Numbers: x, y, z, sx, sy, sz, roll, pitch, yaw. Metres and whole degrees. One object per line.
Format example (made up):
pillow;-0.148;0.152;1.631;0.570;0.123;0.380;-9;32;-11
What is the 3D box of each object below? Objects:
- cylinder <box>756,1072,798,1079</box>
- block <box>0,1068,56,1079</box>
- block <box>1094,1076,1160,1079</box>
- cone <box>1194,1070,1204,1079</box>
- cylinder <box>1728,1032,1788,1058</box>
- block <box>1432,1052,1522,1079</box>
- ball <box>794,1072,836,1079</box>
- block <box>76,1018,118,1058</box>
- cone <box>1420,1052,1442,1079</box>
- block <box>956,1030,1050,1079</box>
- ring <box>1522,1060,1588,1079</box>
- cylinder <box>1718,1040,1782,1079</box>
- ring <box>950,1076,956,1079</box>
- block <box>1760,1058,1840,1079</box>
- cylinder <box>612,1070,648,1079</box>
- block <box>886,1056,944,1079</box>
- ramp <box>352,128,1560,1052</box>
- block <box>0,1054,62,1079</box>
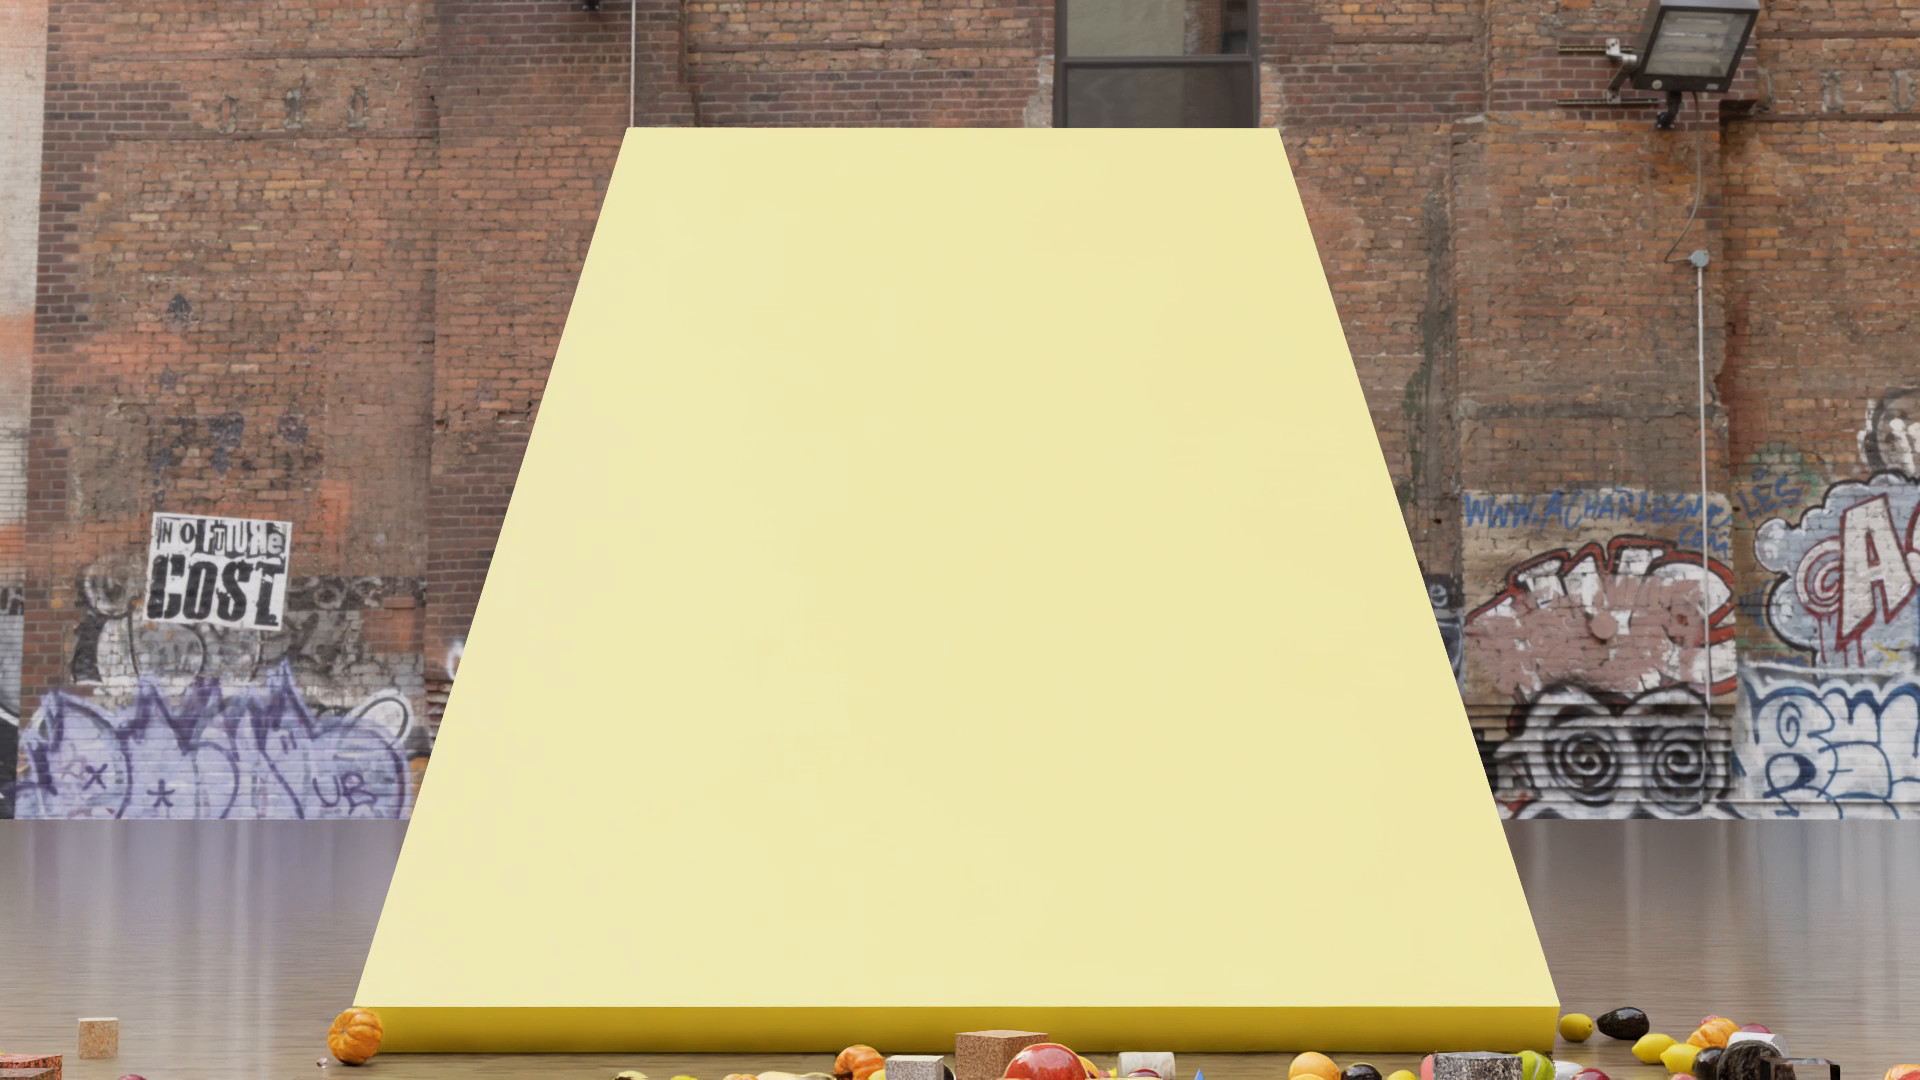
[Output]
cylinder;-0.211;0.698;2.988;0.078;0.078;0.078;6;-9;-41
block;-1.117;0.669;2.820;0.098;0.098;0.098;1;-6;-5
block;0.202;0.675;2.825;0.086;0.086;0.086;2;-7;-20
cone;0.322;0.738;3.253;0.057;0.057;0.057;0;-6;0
cylinder;1.210;0.781;3.680;0.066;0.066;0.066;6;-9;-43
block;0.678;0.717;3.176;0.082;0.082;0.082;3;-7;-24
ball;-0.172;0.678;2.875;0.092;0.092;0.092;0;-6;0
block;-1.421;0.820;3.998;0.060;0.060;0.060;3;-7;-22
cone;0.711;0.792;3.584;0.052;0.052;0.052;-2;-34;21
block;0.059;0.735;3.379;0.092;0.092;0.092;-6;-9;44
ring;0.841;0.773;3.488;0.121;0.040;0.121;-1;-7;0
cylinder;1.064;0.720;3.252;0.092;0.092;0.092;-2;-7;16
ring;0.022;0.777;3.465;0.081;0.027;0.081;-1;-6;0
block;1.078;0.710;3.111;0.082;0.082;0.082;-1;-6;5
cylinder;-0.424;0.715;3.093;0.067;0.067;0.067;0;-6;-2
block;-0.061;0.735;3.275;0.069;0.069;0.069;-1;-6;8
ramp;-0.014;-0.204;5.762;2.000;0.100;4.000;0;31;0
block;-1.185;0.691;3.008;0.096;0.096;0.096;-1;-6;9
